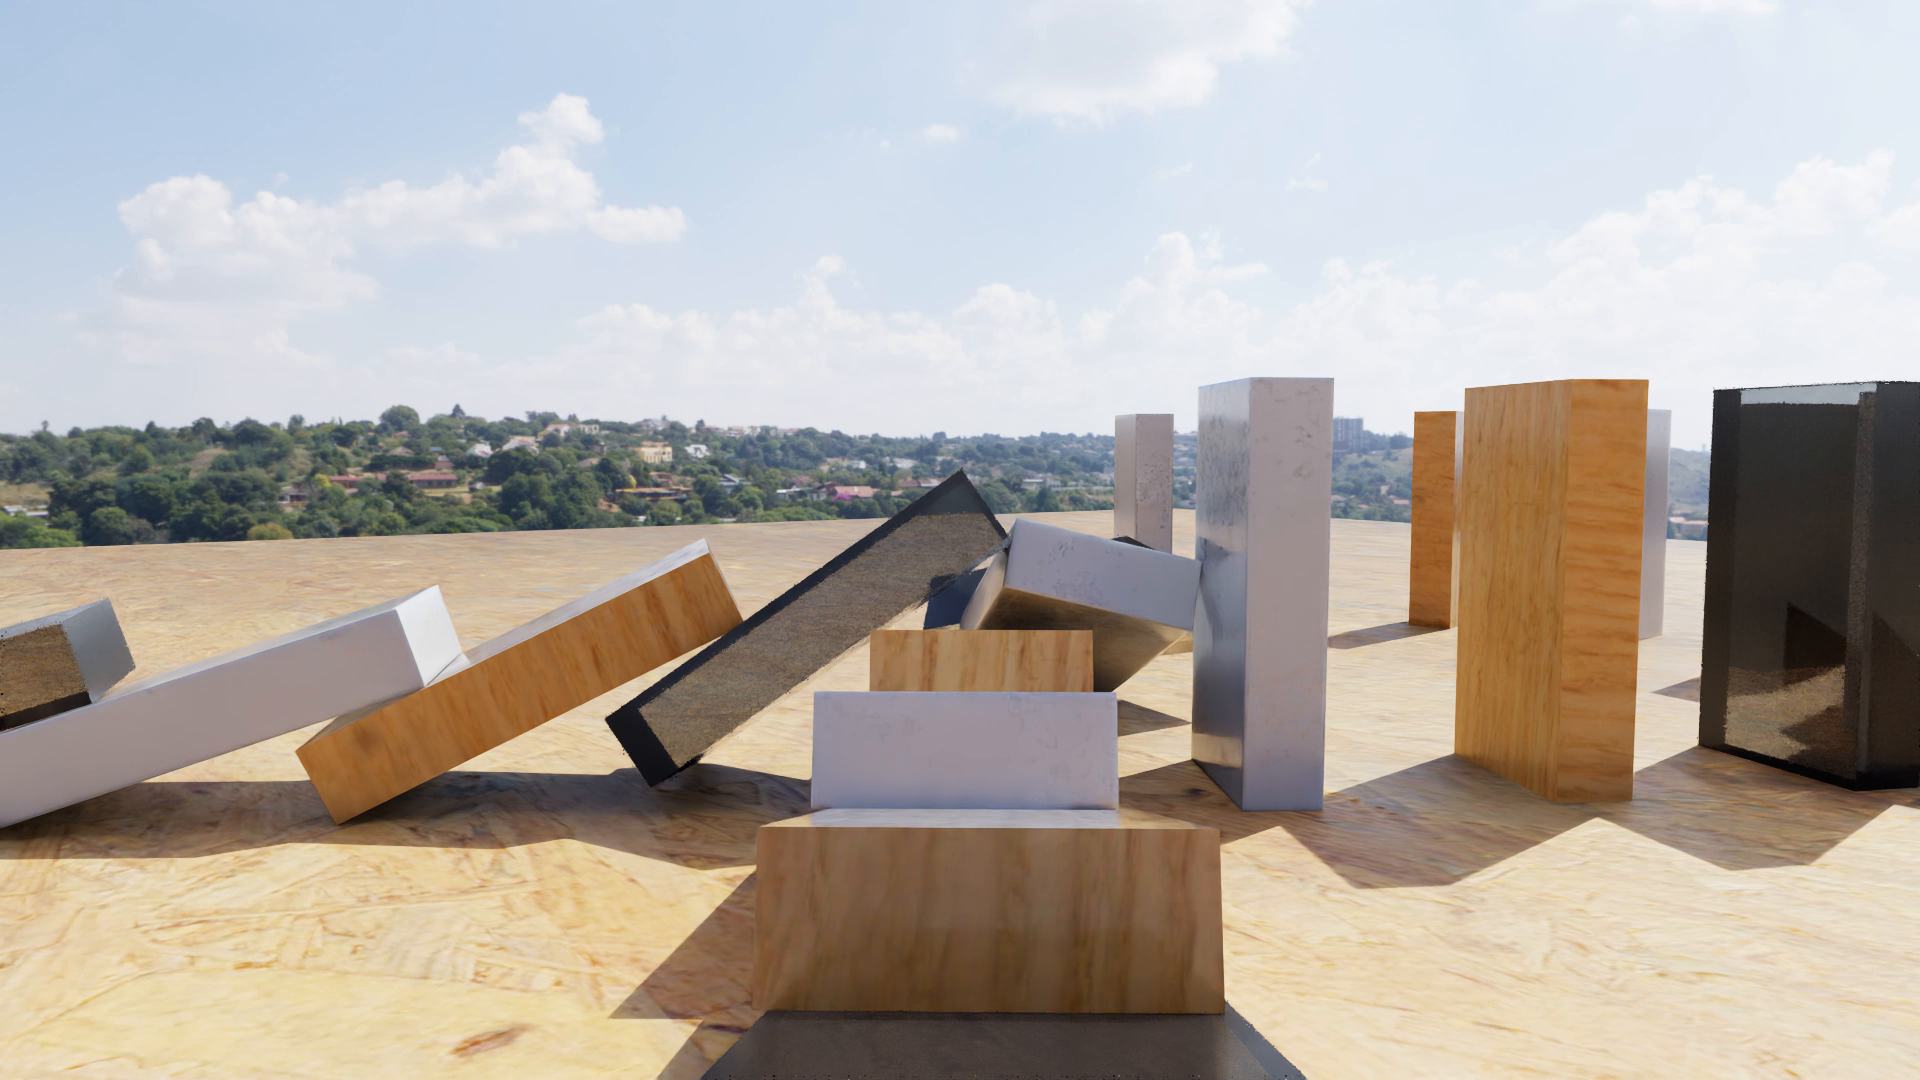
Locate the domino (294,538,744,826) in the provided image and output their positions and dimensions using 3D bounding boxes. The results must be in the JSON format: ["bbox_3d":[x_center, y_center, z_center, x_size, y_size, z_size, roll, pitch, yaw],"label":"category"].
[{"bbox_3d":[-0.052,0.016,0.159,0.050,0.009,0.025,-26,9,-9],"label":"domino"}]

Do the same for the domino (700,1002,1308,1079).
[{"bbox_3d":[0.002,0.027,0.055,0.025,0.009,0.050,0,-11,2],"label":"domino"}]

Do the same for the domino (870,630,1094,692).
[{"bbox_3d":[0.003,0.019,0.168,0.025,0.009,0.050,0,-10,1],"label":"domino"}]

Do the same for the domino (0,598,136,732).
[{"bbox_3d":[-0.125,0.020,0.144,0.050,0.009,0.025,-19,11,-21],"label":"domino"}]

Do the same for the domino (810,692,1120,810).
[{"bbox_3d":[0.001,0.022,0.129,0.025,0.009,0.050,0,-11,1],"label":"domino"}]

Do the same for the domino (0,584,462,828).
[{"bbox_3d":[-0.088,0.019,0.152,0.050,0.009,0.025,-19,8,-10],"label":"domino"}]

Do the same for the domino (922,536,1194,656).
[{"bbox_3d":[0.019,0.012,0.215,0.025,0.009,0.050,24,-22,-31],"label":"domino"}]

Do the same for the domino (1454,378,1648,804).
[{"bbox_3d":[0.074,0.005,0.163,0.009,0.050,0.025,0,4,-6],"label":"domino"}]

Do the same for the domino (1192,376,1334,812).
[{"bbox_3d":[0.037,0.006,0.159,0.010,0.050,0.025,0,4,-3],"label":"domino"}]

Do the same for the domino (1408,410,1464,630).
[{"bbox_3d":[0.117,-0.005,0.306,0.009,0.050,0.025,3,5,38],"label":"domino"}]

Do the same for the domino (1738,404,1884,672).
[{"bbox_3d":[0.164,-0.001,0.248,0.025,0.050,0.009,-2,5,-24],"label":"domino"}]

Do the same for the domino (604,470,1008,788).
[{"bbox_3d":[-0.017,0.011,0.160,0.050,0.009,0.025,-35,-3,-2],"label":"domino"}]

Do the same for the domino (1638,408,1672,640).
[{"bbox_3d":[0.144,-0.003,0.280,0.025,0.050,0.009,-4,6,-40],"label":"domino"}]

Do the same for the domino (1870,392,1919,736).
[{"bbox_3d":[0.147,0.004,0.182,0.010,0.050,0.025,-3,5,-33],"label":"domino"}]

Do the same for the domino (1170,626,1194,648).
[{"bbox_3d":[0.052,0.017,0.280,0.050,0.009,0.025,1,4,12],"label":"domino"}]

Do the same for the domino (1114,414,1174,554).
[{"bbox_3d":[0.047,-0.007,0.332,0.009,0.050,0.025,0,4,-5],"label":"domino"}]

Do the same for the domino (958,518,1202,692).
[{"bbox_3d":[0.015,0.012,0.188,0.025,0.010,0.050,13,-19,-4],"label":"domino"}]

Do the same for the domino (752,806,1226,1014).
[{"bbox_3d":[0.002,0.025,0.093,0.025,0.010,0.050,0,-10,1],"label":"domino"}]

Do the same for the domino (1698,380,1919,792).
[{"bbox_3d":[0.112,0.005,0.169,0.009,0.050,0.025,-1,4,-12],"label":"domino"}]
